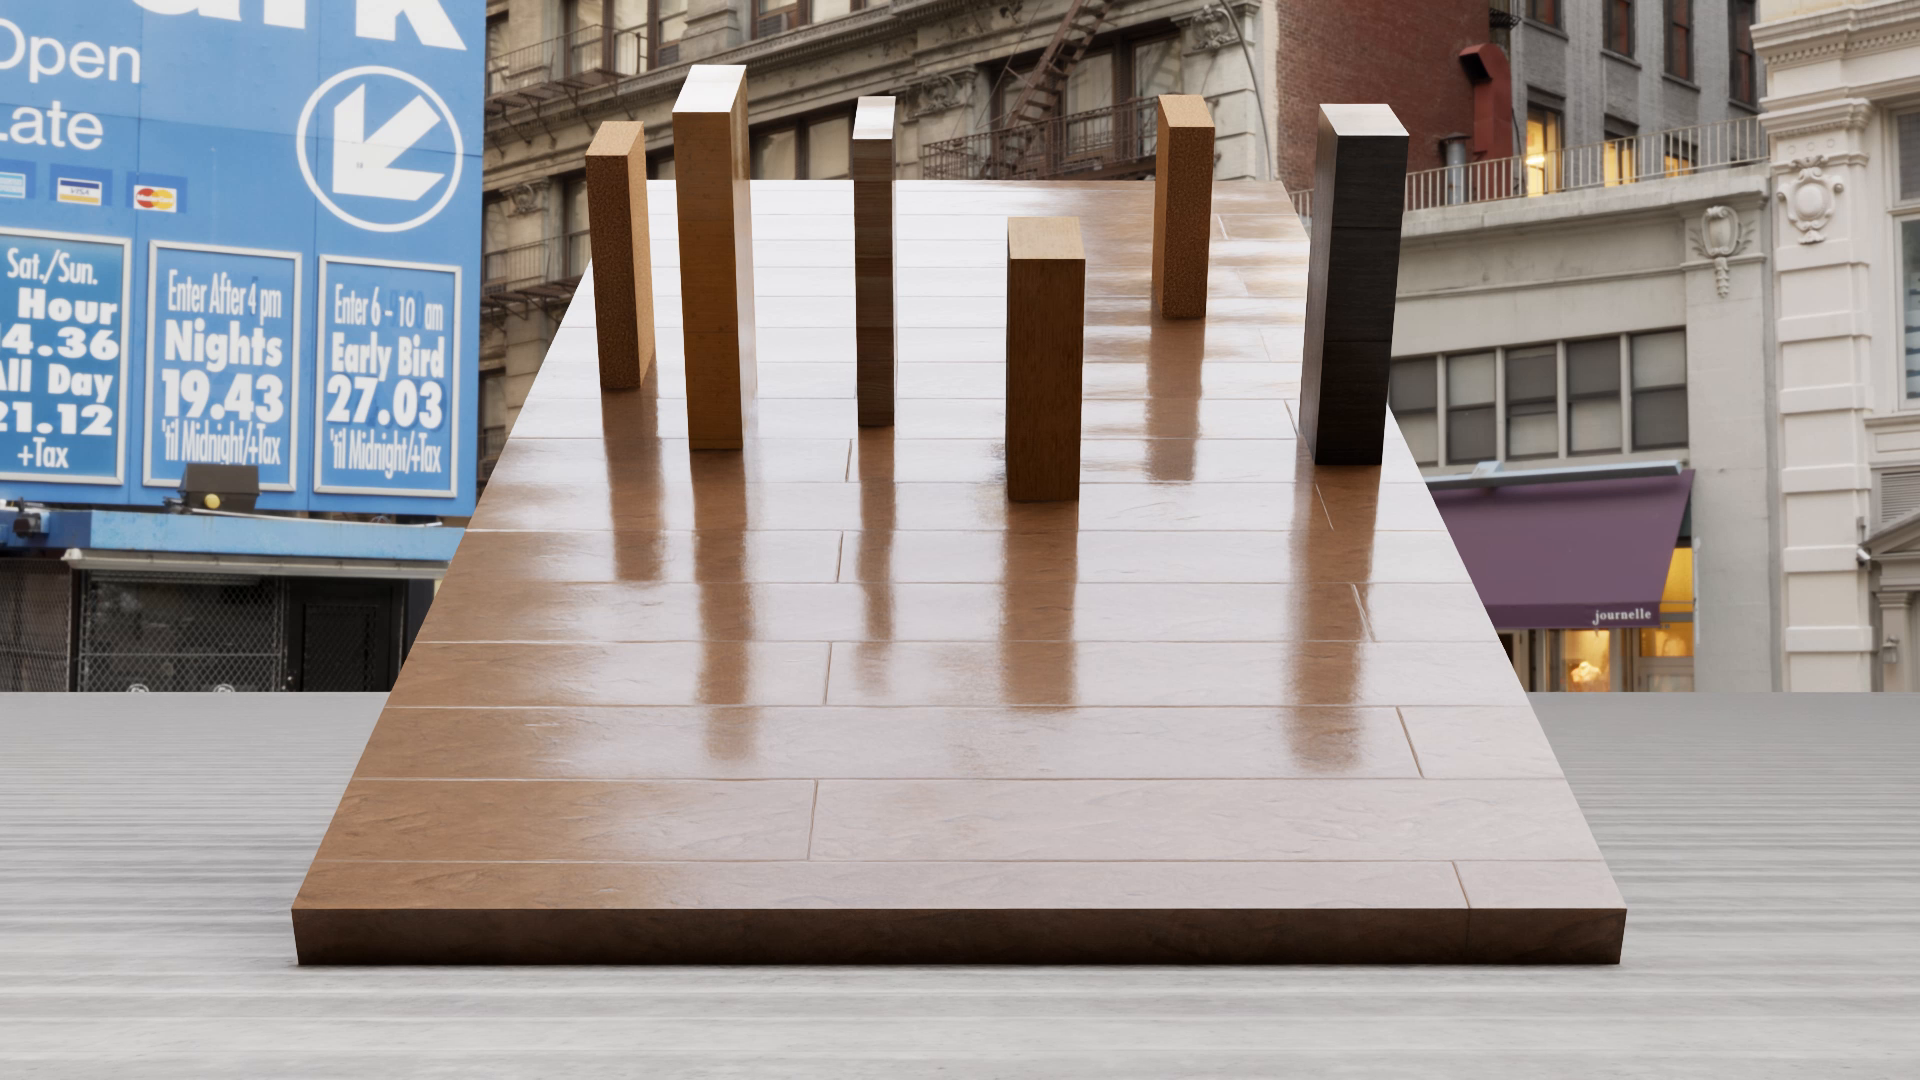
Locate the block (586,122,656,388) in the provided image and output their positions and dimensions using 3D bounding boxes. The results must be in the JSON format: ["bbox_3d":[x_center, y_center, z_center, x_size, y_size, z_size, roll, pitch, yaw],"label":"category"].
[{"bbox_3d":[-0.800,-0.676,5.516,0.096,0.560,0.304,0,24,0],"label":"block"}]

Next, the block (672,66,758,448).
[{"bbox_3d":[-0.539,-0.633,5.186,0.119,0.754,0.425,0,24,0],"label":"block"}]

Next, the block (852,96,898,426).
[{"bbox_3d":[-0.190,-0.638,5.313,0.084,0.660,0.377,0,24,0],"label":"block"}]

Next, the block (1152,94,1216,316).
[{"bbox_3d":[0.573,-0.865,6.018,0.113,0.495,0.331,0,24,0],"label":"block"}]

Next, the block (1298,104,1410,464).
[{"bbox_3d":[0.845,-0.550,5.040,0.146,0.730,0.262,0,24,0],"label":"block"}]

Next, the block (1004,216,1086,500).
[{"bbox_3d":[0.176,-0.385,4.919,0.150,0.526,0.296,0,24,0],"label":"block"}]

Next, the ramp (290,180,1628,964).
[{"bbox_3d":[-0.008,-0.229,5.332,2.000,0.100,4.000,0,24,0],"label":"ramp"}]
